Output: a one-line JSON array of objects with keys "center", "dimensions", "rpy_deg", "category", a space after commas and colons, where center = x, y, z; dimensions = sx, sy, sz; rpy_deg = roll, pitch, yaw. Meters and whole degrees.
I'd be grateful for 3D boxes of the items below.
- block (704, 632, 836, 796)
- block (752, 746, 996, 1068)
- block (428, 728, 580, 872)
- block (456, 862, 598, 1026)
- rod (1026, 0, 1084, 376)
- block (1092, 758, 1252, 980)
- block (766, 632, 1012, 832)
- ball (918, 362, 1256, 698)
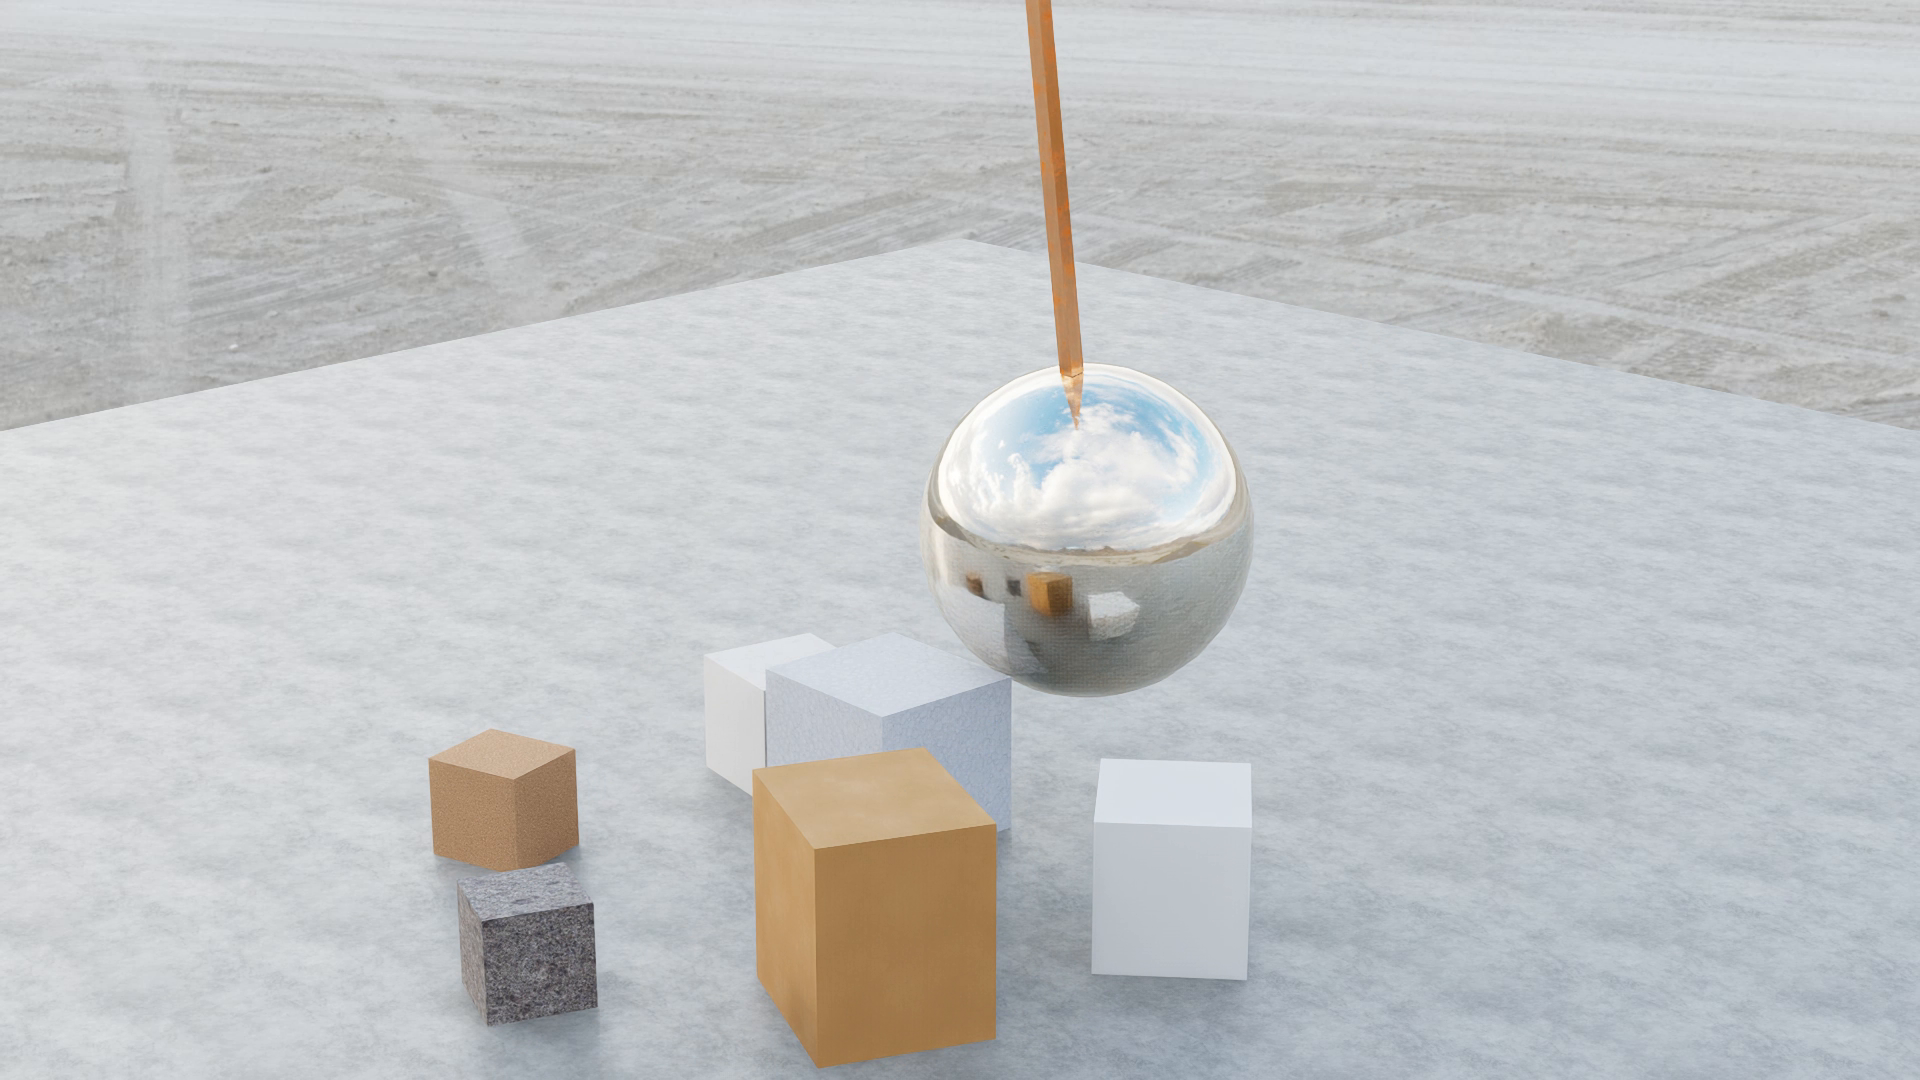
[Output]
[{"center": [-0.852, 0.880, 14.556], "dimensions": [0.609, 0.594, 0.608], "rpy_deg": [-11, 21, -31], "category": "block"}, {"center": [-0.358, 1.488, 12.033], "dimensions": [0.755, 0.945, 0.881], "rpy_deg": [-6, 18, -19], "category": "block"}, {"center": [-2.124, 1.218, 13.669], "dimensions": [0.505, 0.479, 0.449], "rpy_deg": [10, 20, 29], "category": "block"}, {"center": [-1.804, 1.679, 12.212], "dimensions": [0.467, 0.474, 0.444], "rpy_deg": [-7, 19, -21], "category": "block"}, {"center": [0.260, -3.156, 12.623], "dimensions": [0.080, 5.200, 0.080], "rpy_deg": [17, 32, 42], "category": "rod"}, {"center": [0.919, 1.414, 12.681], "dimensions": [0.658, 0.698, 0.720], "rpy_deg": [2, 18, 5], "category": "block"}, {"center": [-0.339, 0.989, 13.927], "dimensions": [0.793, 0.763, 0.858], "rpy_deg": [-15, 23, -39], "category": "block"}, {"center": [0.601, -0.047, 13.957], "dimensions": [1.600, 1.600, 1.600], "rpy_deg": [0, 17, 0], "category": "ball"}]
